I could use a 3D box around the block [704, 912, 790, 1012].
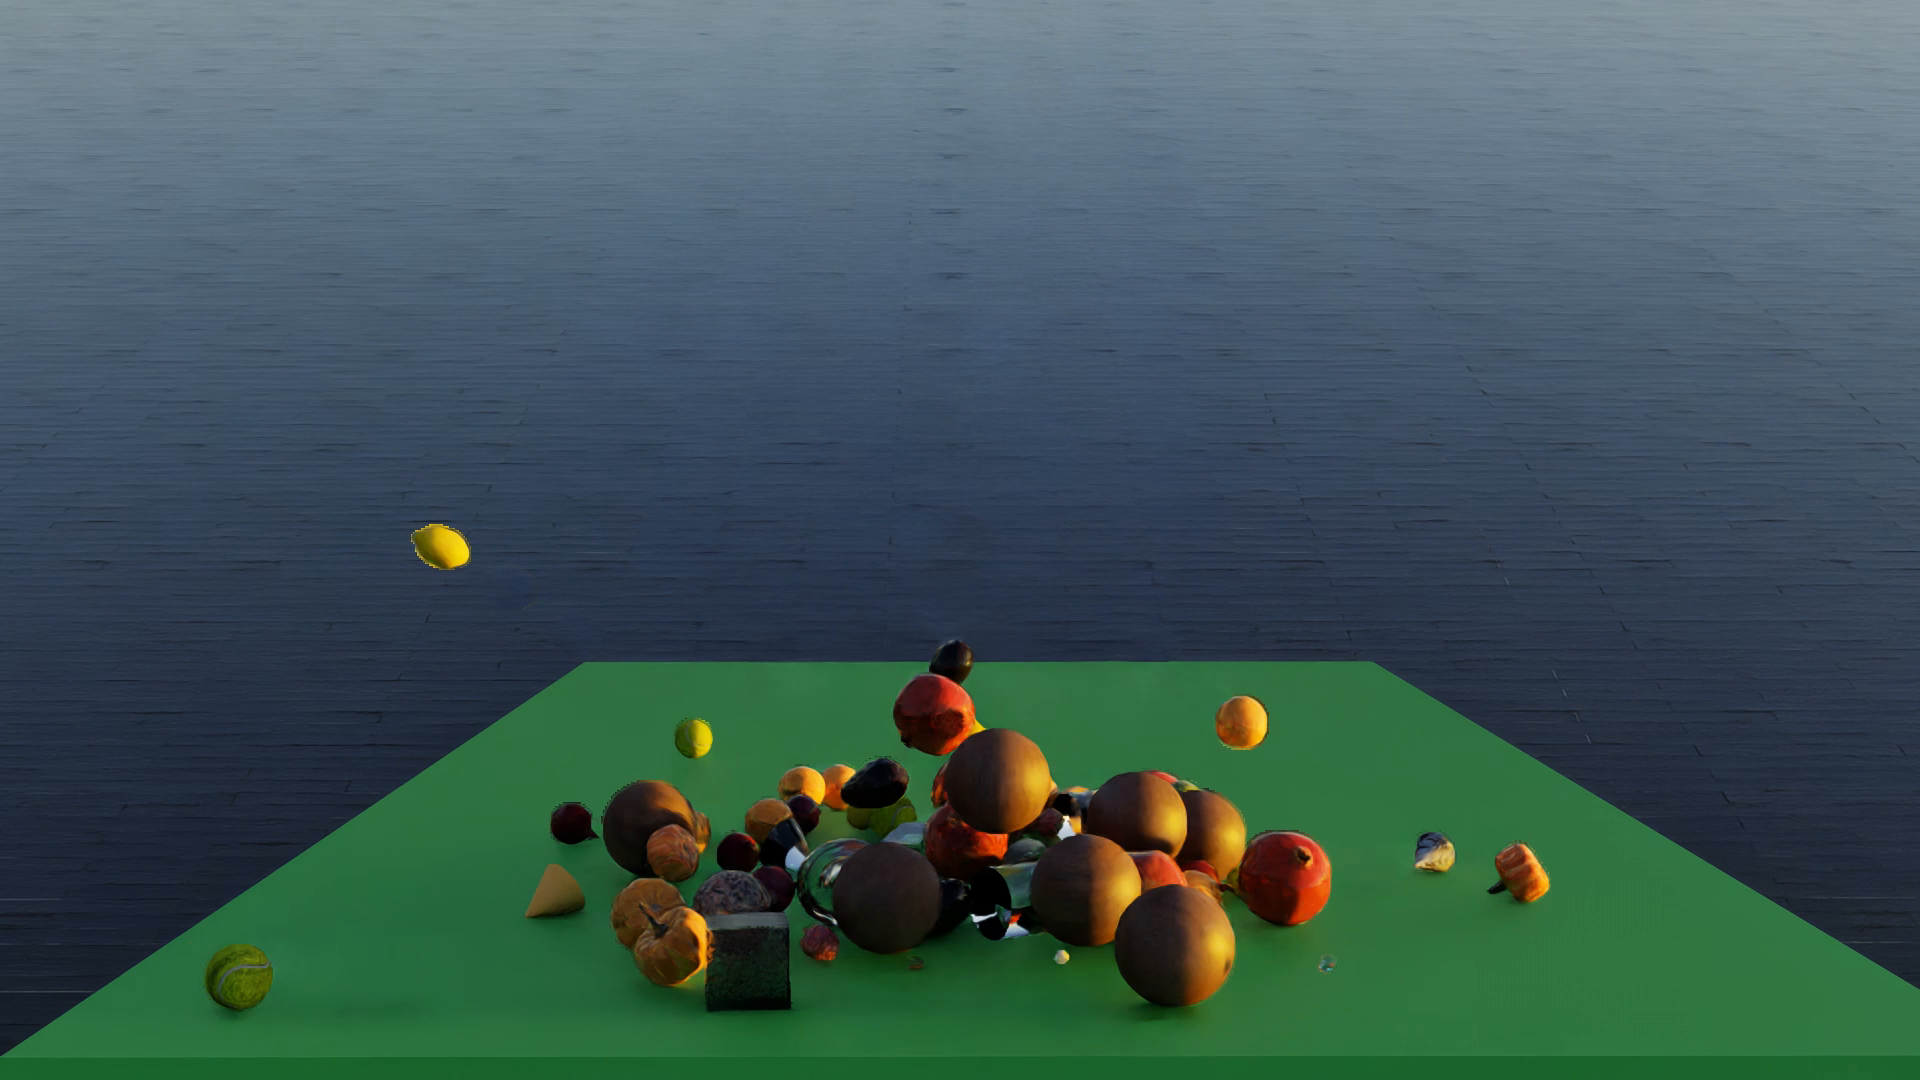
[{"bbox_3d":[-0.230,0.453,2.770,0.087,0.087,0.087,0,3,-8],"label":"block"}]

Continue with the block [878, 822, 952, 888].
[{"bbox_3d":[-0.059,0.420,3.441,0.063,0.063,0.063,-3,21,35],"label":"block"}]

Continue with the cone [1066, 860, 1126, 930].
[{"bbox_3d":[0.161,0.456,3.173,0.093,0.093,0.093,-28,11,24],"label":"cone"}]

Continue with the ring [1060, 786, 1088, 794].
[{"bbox_3d":[0.186,0.408,3.894,0.084,0.028,0.084,20,36,-15],"label":"ring"}]

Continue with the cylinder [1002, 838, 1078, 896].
[{"bbox_3d":[0.100,0.417,3.231,0.073,0.073,0.073,-10,8,-24],"label":"cylinder"}]

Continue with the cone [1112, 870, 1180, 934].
[{"bbox_3d":[0.229,0.455,3.151,0.082,0.082,0.082,-3,66,6],"label":"cone"}]

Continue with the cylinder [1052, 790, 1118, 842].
[{"bbox_3d":[0.186,0.409,3.816,0.071,0.071,0.071,-3,19,-37],"label":"cylinder"}]

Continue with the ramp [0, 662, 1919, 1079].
[{"bbox_3d":[0.051,0.459,4.533,2.000,0.100,4.000,0,3,0],"label":"ramp"}]

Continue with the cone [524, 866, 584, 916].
[{"bbox_3d":[-0.524,0.458,3.242,0.072,0.072,0.072,18,30,37],"label":"cone"}]

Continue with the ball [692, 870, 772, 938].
[{"bbox_3d":[-0.267,0.434,3.015,0.094,0.094,0.094,0,22,0],"label":"ball"}]

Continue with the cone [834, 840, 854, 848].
[{"bbox_3d":[-0.142,0.439,3.498,0.052,0.052,0.052,13,25,35],"label":"cone"}]

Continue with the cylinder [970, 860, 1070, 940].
[{"bbox_3d":[0.073,0.436,3.113,0.088,0.088,0.088,-2,19,-35],"label":"cylinder"}]
